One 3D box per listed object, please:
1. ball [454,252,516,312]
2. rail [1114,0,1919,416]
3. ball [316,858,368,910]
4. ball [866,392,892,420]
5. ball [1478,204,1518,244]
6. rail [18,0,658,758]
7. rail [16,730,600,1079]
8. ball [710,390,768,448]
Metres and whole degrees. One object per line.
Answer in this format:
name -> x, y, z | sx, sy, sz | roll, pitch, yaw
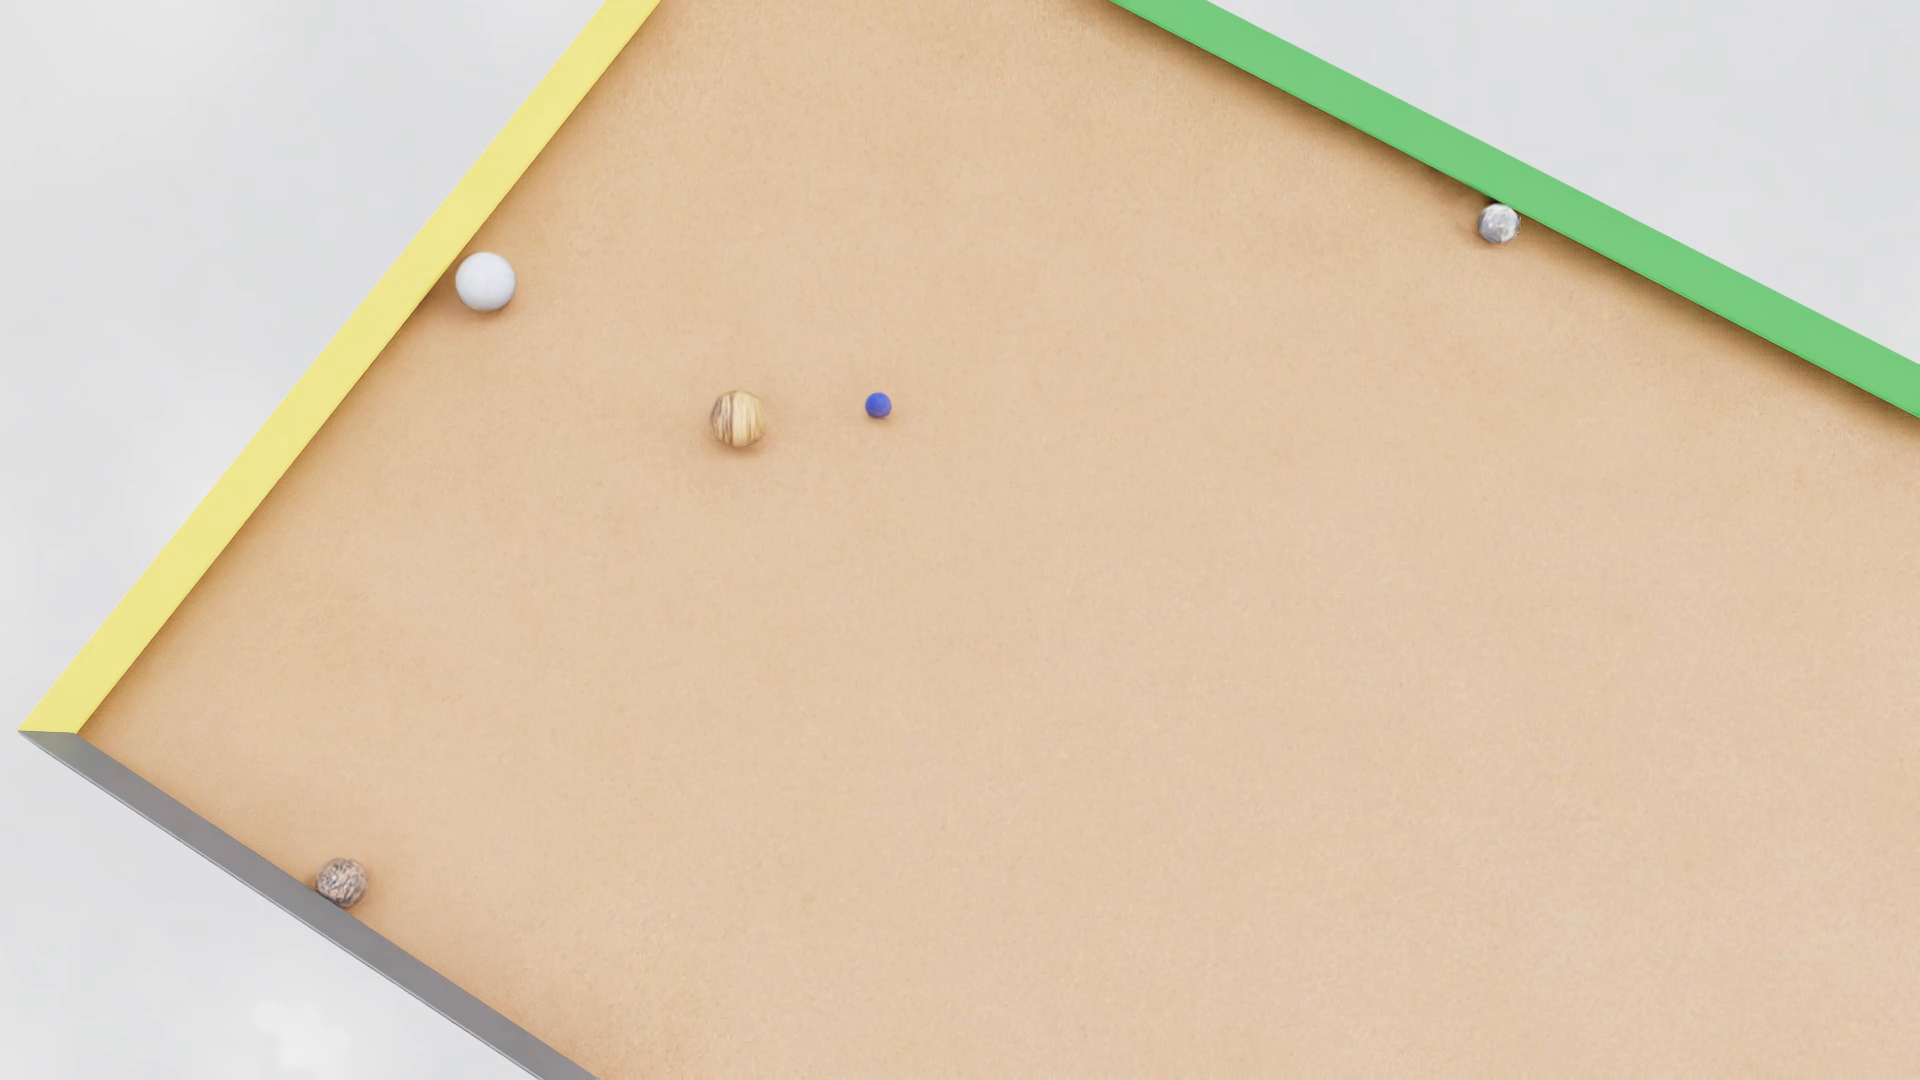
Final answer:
ball -> -0.782, -0.425, 3.623 | 0.097, 0.097, 0.097 | 0, 69, 0
rail -> 1.390, -0.306, 3.560 | 4.048, 0.126, 0.045 | 30, 72, 11
ball -> -0.919, 0.510, 3.269 | 0.077, 0.077, 0.077 | 0, 69, 0
ball -> -0.132, -0.218, 3.571 | 0.043, 0.043, 0.043 | 0, 69, 0
ball -> 0.901, -0.530, 3.681 | 0.067, 0.067, 0.067 | 0, 69, 0
rail -> -0.839, -0.495, 3.634 | 0.045, 0.126, 2.056 | 30, 72, 11
rail -> 0.329, 1.283, 2.939 | 4.048, 0.126, 0.045 | 30, 72, 11
ball -> -0.356, -0.196, 3.537 | 0.092, 0.092, 0.092 | 0, 69, 0
